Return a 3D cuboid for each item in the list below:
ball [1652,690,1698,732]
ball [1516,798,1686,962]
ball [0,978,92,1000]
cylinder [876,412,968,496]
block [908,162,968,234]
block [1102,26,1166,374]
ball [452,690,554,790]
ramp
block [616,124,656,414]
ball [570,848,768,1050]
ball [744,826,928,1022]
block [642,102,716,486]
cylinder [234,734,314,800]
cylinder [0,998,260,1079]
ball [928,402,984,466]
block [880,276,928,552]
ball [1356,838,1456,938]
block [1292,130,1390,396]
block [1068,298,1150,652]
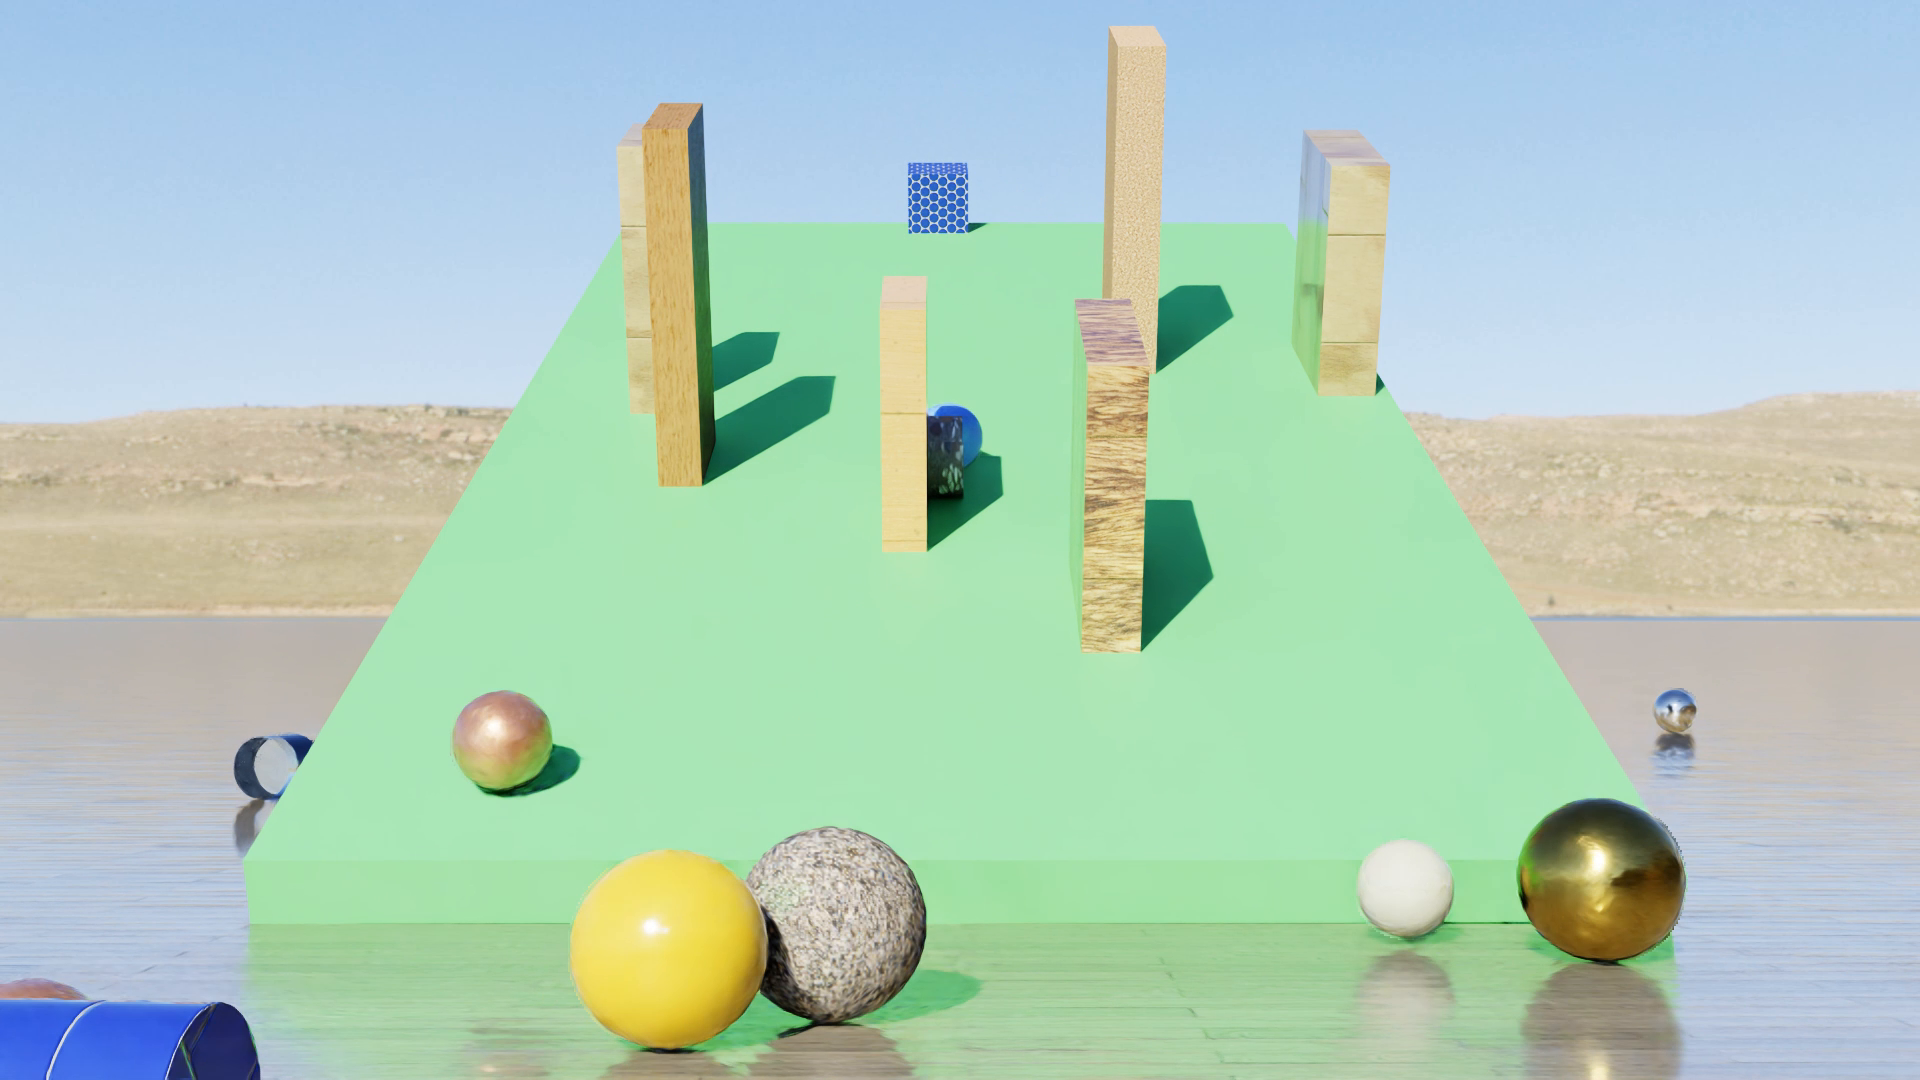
[{"bbox_3d":[2.635,0.630,8.389,0.159,0.159,0.159,0,-2,0],"label":"ball"},{"bbox_3d":[0.804,0.426,2.857,0.205,0.205,0.205,0,-2,0],"label":"ball"},{"bbox_3d":[-0.758,0.426,1.848,0.138,0.138,0.138,0,-2,0],"label":"ball"},{"bbox_3d":[-0.074,-0.168,4.573,0.162,0.162,0.162,-7,-2,4],"label":"cylinder"},{"bbox_3d":[-0.066,-1.027,6.827,0.178,0.178,0.178,0,21,-1],"label":"block"},{"bbox_3d":[0.410,-0.811,5.420,0.109,0.768,0.328,0,21,0],"label":"block"},{"bbox_3d":[-0.675,0.296,3.359,0.148,0.148,0.148,0,-2,0],"label":"ball"},{"bbox_3d":[-0.005,-0.212,5.060,2.000,0.100,4.000,0,21,0],"label":"ramp"},{"bbox_3d":[-0.692,-0.613,5.125,0.093,0.601,0.277,0,21,0],"label":"block"},{"bbox_3d":[-0.292,0.410,2.289,0.199,0.199,0.199,0,-2,0],"label":"ball"},{"bbox_3d":[-0.139,0.411,2.440,0.207,0.207,0.207,0,-2,0],"label":"ball"},{"bbox_3d":[-0.570,-0.501,4.649,0.088,0.729,0.294,0,21,0],"label":"block"},{"bbox_3d":[-1.628,0.539,5.431,0.147,0.147,0.147,0,-2,14],"label":"cylinder"},{"bbox_3d":[-0.599,0.404,1.587,0.163,0.163,0.163,0,-2,7],"label":"cylinder"},{"bbox_3d":[-0.023,-0.213,4.719,0.143,0.143,0.143,0,-2,0],"label":"ball"},{"bbox_3d":[-0.105,-0.241,4.327,0.084,0.471,0.248,0,21,0],"label":"block"},{"bbox_3d":[0.587,0.459,3.003,0.129,0.129,0.129,0,-2,0],"label":"ball"},{"bbox_3d":[0.889,-0.658,5.349,0.132,0.533,0.439,0,21,0],"label":"block"},{"bbox_3d":[0.255,-0.120,3.960,0.100,0.504,0.427,0,21,0],"label":"block"}]
